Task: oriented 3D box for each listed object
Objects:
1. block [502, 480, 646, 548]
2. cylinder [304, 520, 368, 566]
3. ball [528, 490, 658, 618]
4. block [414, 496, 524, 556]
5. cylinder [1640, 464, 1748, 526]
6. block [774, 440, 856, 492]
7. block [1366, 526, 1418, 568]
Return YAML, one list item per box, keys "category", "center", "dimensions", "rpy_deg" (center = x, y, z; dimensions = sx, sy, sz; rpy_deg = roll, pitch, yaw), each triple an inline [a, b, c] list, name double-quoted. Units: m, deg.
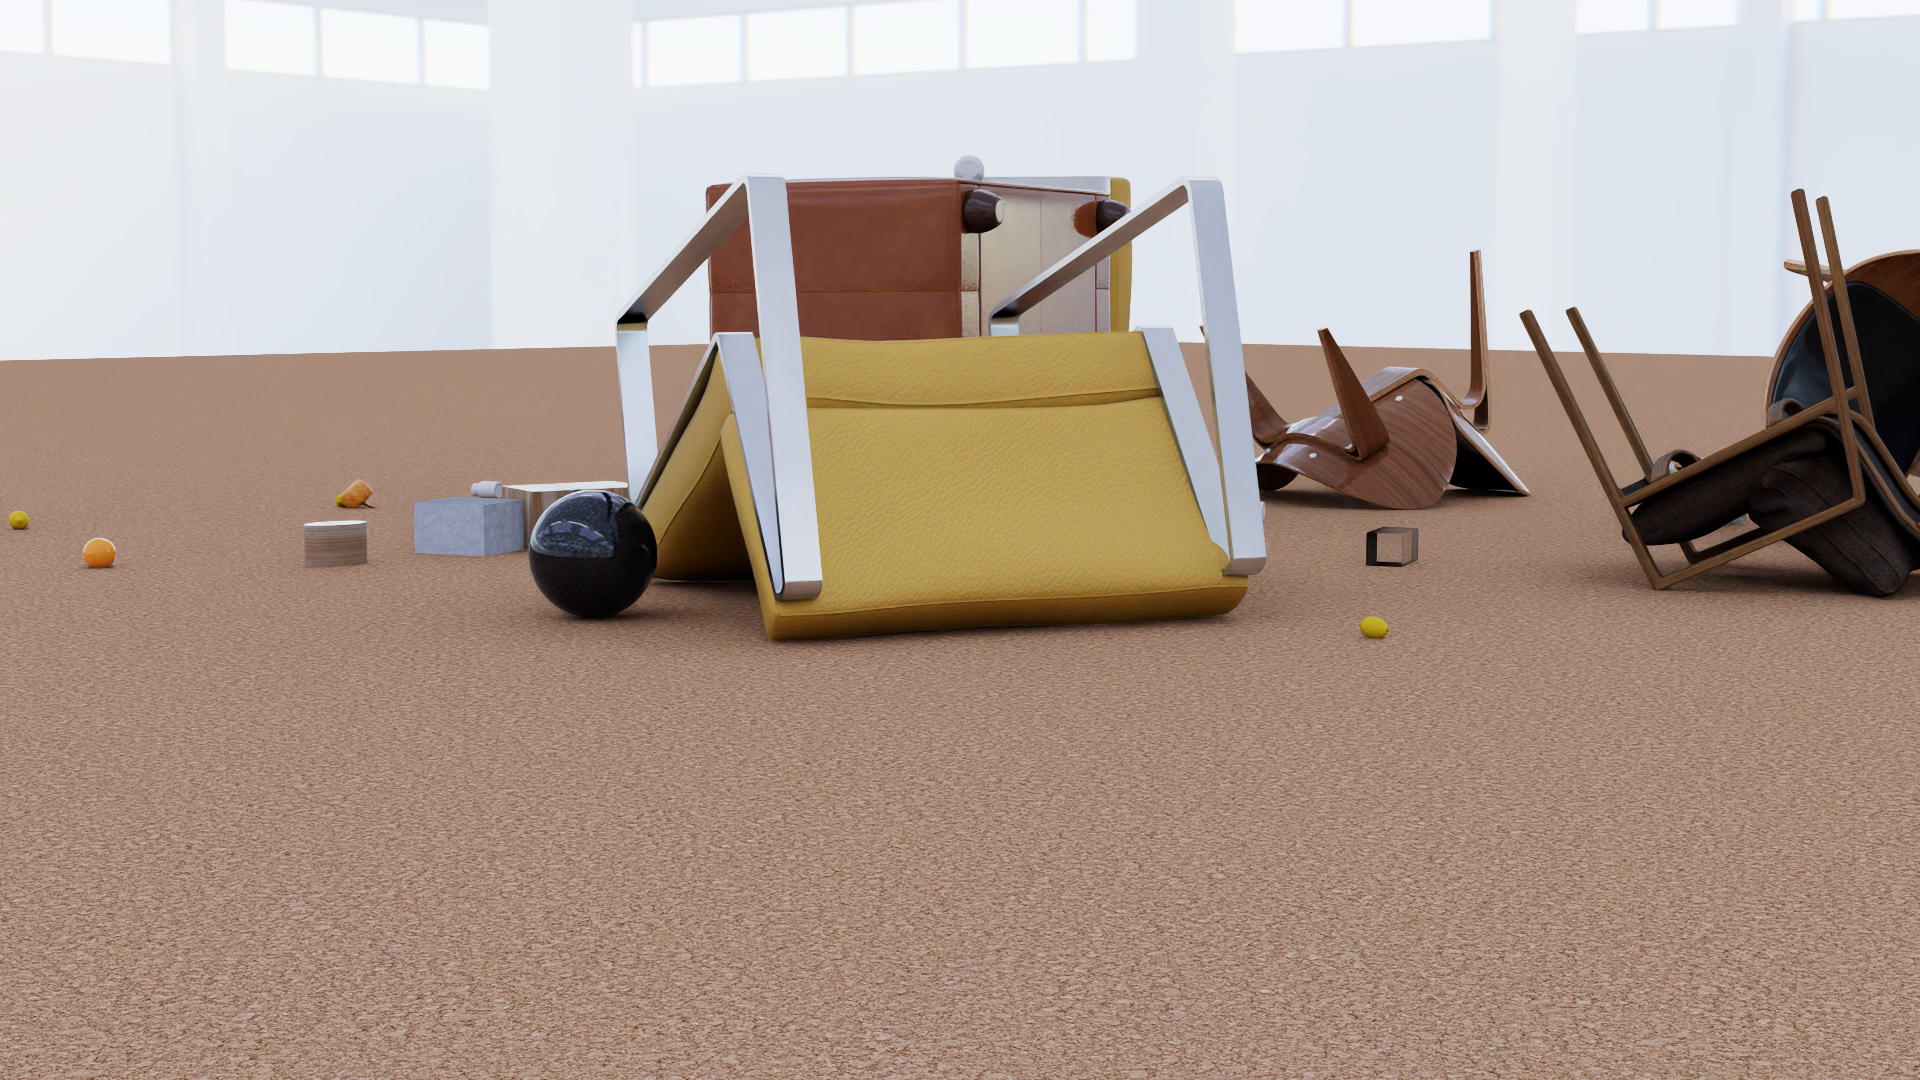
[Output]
- category: "block"
  center: [-0.952, -0.062, 6.329]
  dimensions: [0.298, 0.141, 0.195]
  rpy_deg: [-4, 7, -31]
- category: "cylinder"
  center: [-1.429, 0.008, 5.872]
  dimensions: [0.147, 0.094, 0.092]
  rpy_deg: [-4, 7, -37]
- category: "ball"
  center: [-0.707, 0.027, 4.947]
  dimensions: [0.248, 0.248, 0.248]
  rpy_deg: [0, 6, 0]
- category: "block"
  center: [-1.176, -0.033, 6.146]
  dimensions: [0.195, 0.121, 0.170]
  rpy_deg: [2, 6, 23]
- category: "cylinder"
  center: [1.960, -0.121, 6.858]
  dimensions: [0.276, 0.150, 0.230]
  rpy_deg: [1, 6, 6]
- category: "block"
  center: [-0.451, -0.232, 7.968]
  dimensions: [0.218, 0.143, 0.135]
  rpy_deg: [5, 7, 37]
- category: "block"
  center: [0.994, 0.015, 5.896]
  dimensions: [0.082, 0.075, 0.152]
  rpy_deg: [3, 6, 24]
